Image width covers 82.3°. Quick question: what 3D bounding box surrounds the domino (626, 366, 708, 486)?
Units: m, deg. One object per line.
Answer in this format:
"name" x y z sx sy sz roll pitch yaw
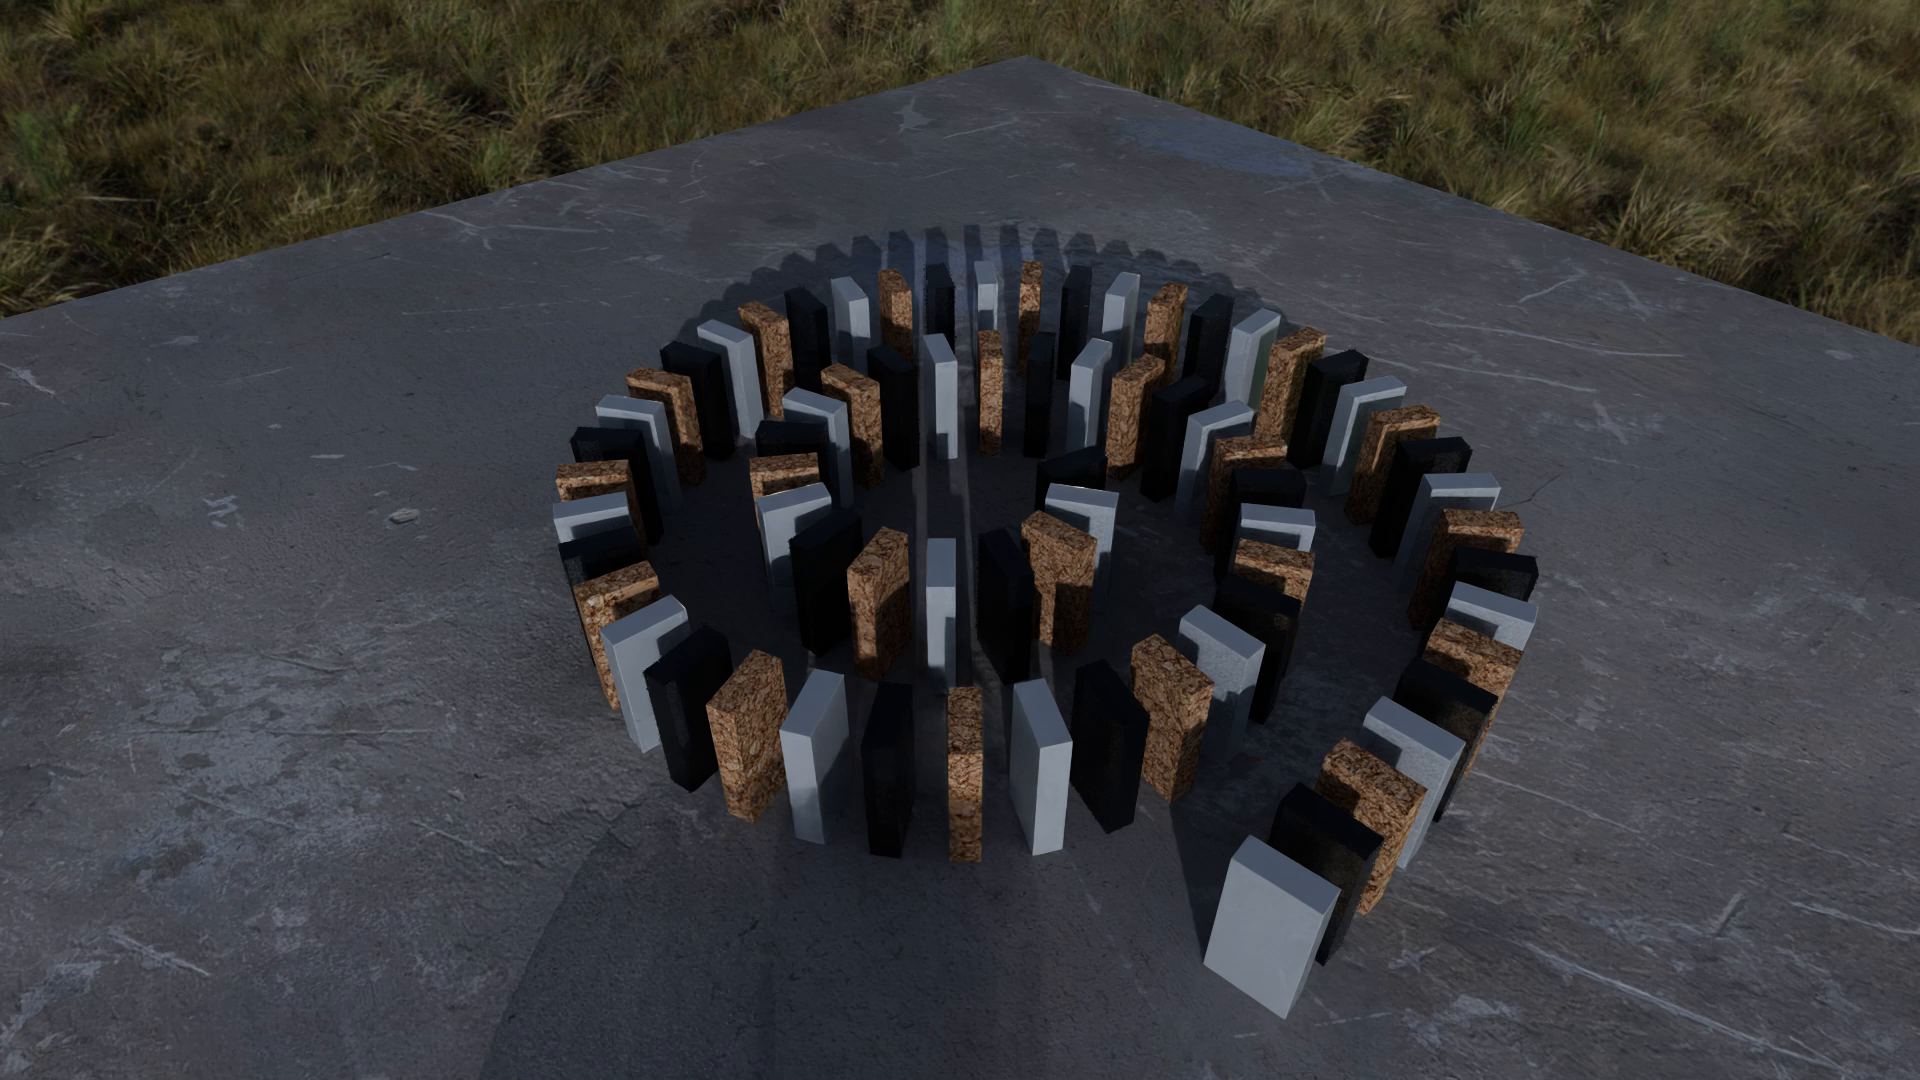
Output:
"domino" -0.125 -0.048 0.470 0.025 0.050 0.009 14 41 16

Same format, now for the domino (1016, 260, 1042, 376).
"domino" 0.035 -0.109 0.545 0.010 0.050 0.025 4 39 5

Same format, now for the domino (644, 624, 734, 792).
"domino" -0.082 0.054 0.346 0.009 0.050 0.025 25 45 27

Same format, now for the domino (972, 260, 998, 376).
"domino" 0.012 -0.109 0.545 0.009 0.050 0.025 -3 39 -3

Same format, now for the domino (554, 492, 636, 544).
"domino" -0.130 0.007 0.403 0.025 0.050 0.009 -11 41 -13

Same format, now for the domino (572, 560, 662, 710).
"domino" -0.112 0.033 0.372 0.025 0.050 0.009 -22 44 -24

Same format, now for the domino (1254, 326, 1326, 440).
"domino" 0.148 -0.068 0.495 0.025 0.050 0.010 -27 46 -29

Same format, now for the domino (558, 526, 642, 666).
"domino" -0.122 0.020 0.387 0.025 0.050 0.010 -16 42 -19

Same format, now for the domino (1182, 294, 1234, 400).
"domino" 0.116 -0.087 0.518 0.010 0.050 0.025 25 45 27

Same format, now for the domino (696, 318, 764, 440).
"domino" -0.104 -0.073 0.500 0.025 0.050 0.009 25 45 27

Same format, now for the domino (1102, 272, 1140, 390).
"domino" 0.077 -0.102 0.535 0.010 0.050 0.025 16 42 18

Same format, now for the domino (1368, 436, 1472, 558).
"domino" 0.180 -0.016 0.431 0.025 0.050 0.009 -5 40 -6

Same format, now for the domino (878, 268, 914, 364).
"domino" -0.031 -0.104 0.538 0.009 0.050 0.025 -12 41 -14

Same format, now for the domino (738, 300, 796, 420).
"domino" -0.089 -0.083 0.513 0.010 0.050 0.025 -31 49 -32

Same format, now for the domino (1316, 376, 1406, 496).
"domino" 0.169 -0.043 0.465 0.025 0.050 0.009 -13 41 -15

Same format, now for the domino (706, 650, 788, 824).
"domino" -0.063 0.061 0.337 0.010 0.050 0.025 17 42 19

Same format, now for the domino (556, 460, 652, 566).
"domino" -0.135 -0.007 0.420 0.025 0.050 0.009 -5 40 -6

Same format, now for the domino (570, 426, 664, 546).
"domino" -0.136 -0.021 0.437 0.025 0.050 0.010 3 39 4

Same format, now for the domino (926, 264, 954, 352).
"domino" -0.010 -0.107 0.543 0.009 0.050 0.025 -7 40 -9

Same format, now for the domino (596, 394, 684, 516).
"domino" -0.132 -0.035 0.454 0.025 0.050 0.009 9 40 11

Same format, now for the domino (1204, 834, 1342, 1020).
"domino" 0.080 0.102 0.287 0.025 0.050 0.009 28 47 30

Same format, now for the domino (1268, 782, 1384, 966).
"domino" 0.096 0.092 0.300 0.010 0.050 0.025 -32 49 -33

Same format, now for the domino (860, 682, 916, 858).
"domino" -0.021 0.069 0.327 0.009 0.050 0.025 6 40 7

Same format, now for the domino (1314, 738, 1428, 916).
"domino" 0.112 0.082 0.312 0.009 0.050 0.025 -32 49 -33

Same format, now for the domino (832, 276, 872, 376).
"domino" -0.052 -0.099 0.532 0.009 0.050 0.025 -16 42 -19

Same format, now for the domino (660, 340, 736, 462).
"domino" -0.115 -0.061 0.486 0.025 0.050 0.010 19 43 21

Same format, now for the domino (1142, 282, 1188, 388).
"domino" 0.097 -0.095 0.528 0.009 0.050 0.025 20 43 23

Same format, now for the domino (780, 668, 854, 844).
"domino" -0.042 0.066 0.331 0.009 0.050 0.025 11 41 13

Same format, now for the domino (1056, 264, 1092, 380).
"domino" 0.056 -0.106 0.541 0.010 0.050 0.025 11 41 13

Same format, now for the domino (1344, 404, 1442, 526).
"domino" 0.175 -0.030 0.448 0.025 0.050 0.010 -9 40 -11

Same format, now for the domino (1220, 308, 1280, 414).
"domino" 0.133 -0.079 0.507 0.009 0.050 0.025 30 48 32

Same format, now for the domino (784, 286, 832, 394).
"domino" -0.072 -0.092 0.524 0.009 0.050 0.025 -22 44 -24

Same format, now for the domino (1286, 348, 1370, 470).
"domino" 0.160 -0.056 0.480 0.025 0.050 0.010 -18 43 -21

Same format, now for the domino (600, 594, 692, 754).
"domino" -0.099 0.044 0.358 0.025 0.050 0.009 -29 47 -30

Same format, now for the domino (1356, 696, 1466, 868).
"domino" 0.128 0.072 0.324 0.025 0.050 0.010 32 49 33
